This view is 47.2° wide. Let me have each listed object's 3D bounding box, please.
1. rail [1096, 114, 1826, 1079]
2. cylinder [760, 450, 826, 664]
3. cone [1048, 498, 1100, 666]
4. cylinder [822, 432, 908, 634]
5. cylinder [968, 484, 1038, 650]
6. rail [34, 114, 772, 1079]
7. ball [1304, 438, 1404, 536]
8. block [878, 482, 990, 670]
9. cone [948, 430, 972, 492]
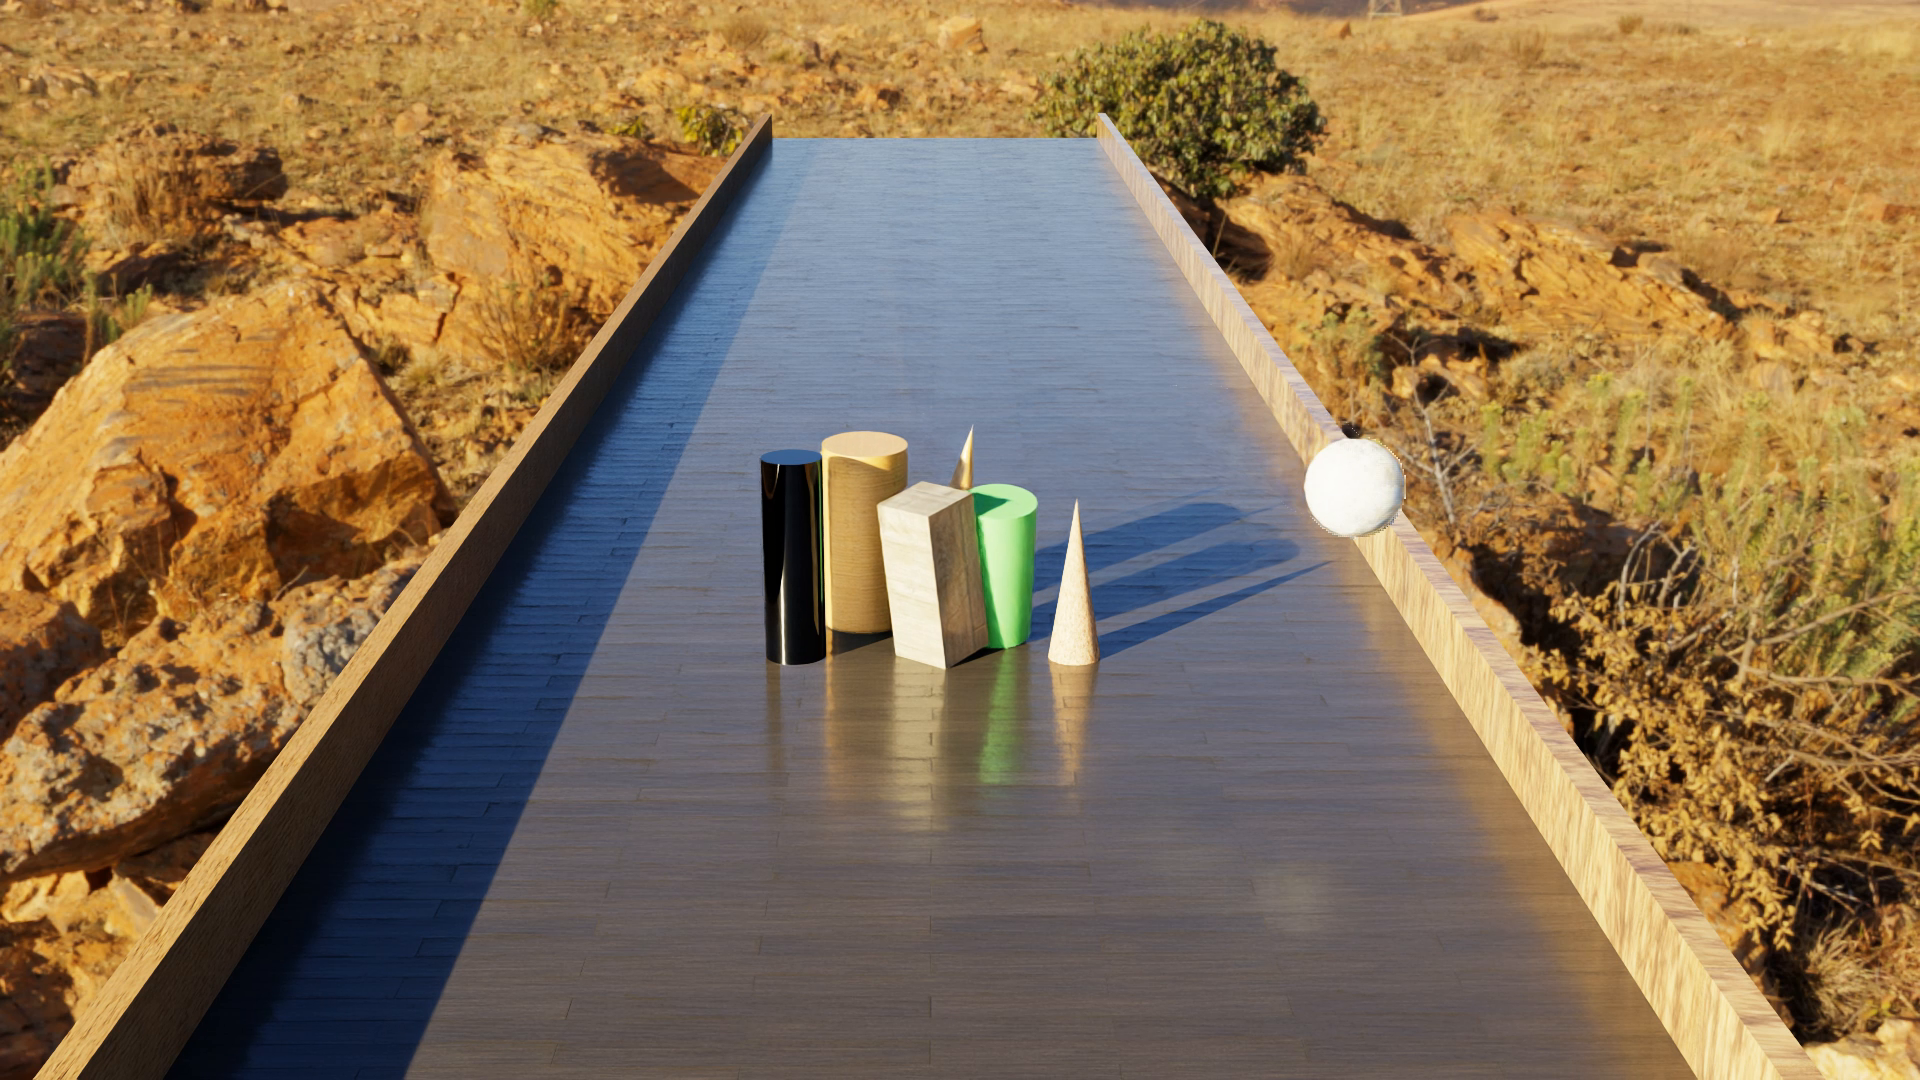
[{"bbox_3d":[0.932,-0.844,7.801,0.050,0.150,12.000,0,17,-1],"label":"rail"},{"bbox_3d":[-0.331,0.034,4.388,0.122,0.412,0.122,0,17,0],"label":"cylinder"},{"bbox_3d":[0.231,0.076,4.390,0.105,0.332,0.105,0,17,0],"label":"cone"},{"bbox_3d":[-0.199,-0.016,4.586,0.177,0.386,0.177,1,20,0],"label":"cylinder"},{"bbox_3d":[0.075,0.054,4.473,0.151,0.300,0.151,2,29,-1],"label":"cylinder"},{"bbox_3d":[-1.118,-0.838,7.780,0.050,0.150,12.000,0,17,-1],"label":"rail"},{"bbox_3d":[0.736,-0.099,4.105,0.183,0.183,0.183,0,17,0],"label":"ball"},{"bbox_3d":[-0.052,0.070,4.383,0.134,0.331,0.134,14,30,39],"label":"block"},{"bbox_3d":[-0.010,-0.052,4.673,0.151,0.393,0.151,10,13,-2],"label":"cone"}]
